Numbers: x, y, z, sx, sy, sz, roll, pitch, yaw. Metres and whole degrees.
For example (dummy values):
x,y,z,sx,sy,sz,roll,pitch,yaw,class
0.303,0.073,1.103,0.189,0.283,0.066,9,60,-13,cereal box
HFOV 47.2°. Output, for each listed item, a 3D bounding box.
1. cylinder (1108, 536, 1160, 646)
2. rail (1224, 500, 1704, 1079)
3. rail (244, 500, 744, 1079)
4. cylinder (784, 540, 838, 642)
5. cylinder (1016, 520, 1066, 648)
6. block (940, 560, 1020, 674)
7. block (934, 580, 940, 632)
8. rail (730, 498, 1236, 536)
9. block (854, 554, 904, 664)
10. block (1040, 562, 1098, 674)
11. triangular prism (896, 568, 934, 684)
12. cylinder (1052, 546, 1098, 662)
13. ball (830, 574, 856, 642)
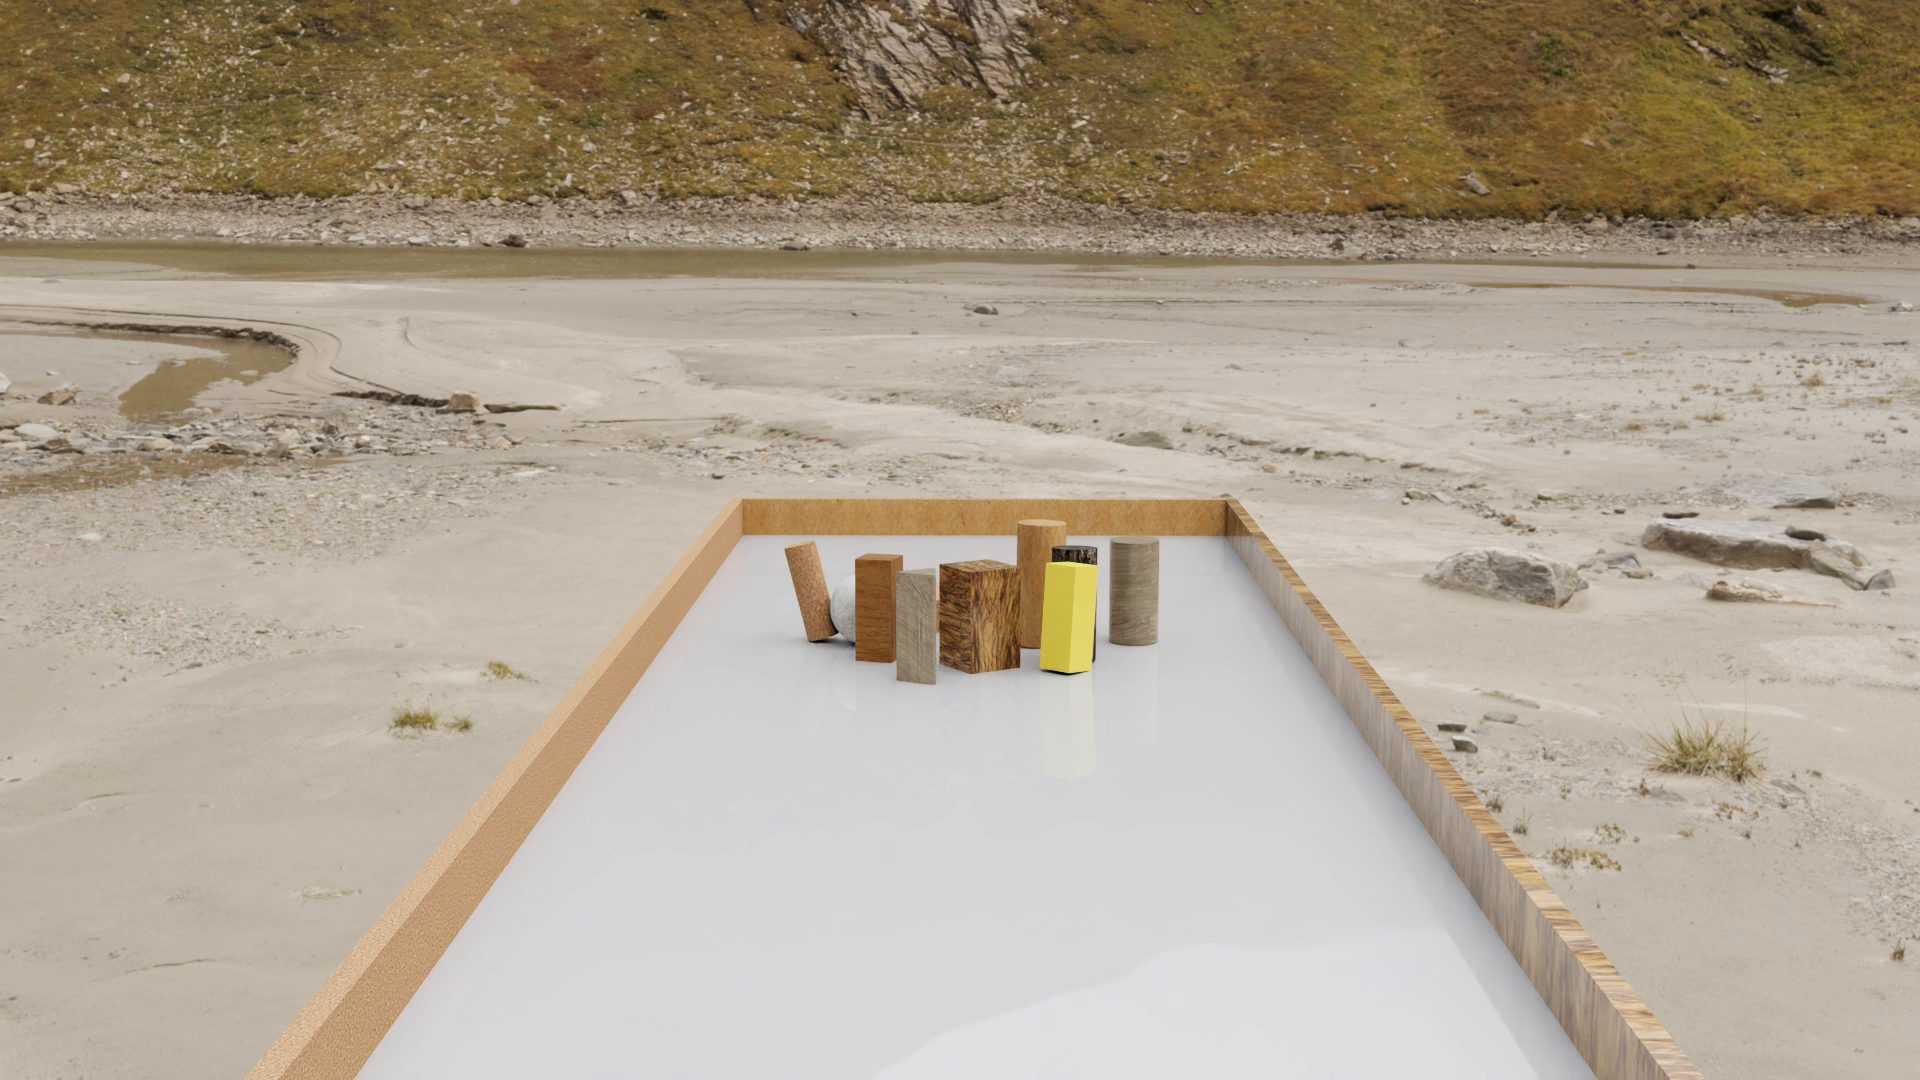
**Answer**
x,y,z,sx,sy,sz,roll,pitch,yaw,class
0.550,0.160,6.955,0.157,0.326,0.157,0,9,0,cylinder
1.046,0.843,3.208,0.050,0.150,12.000,0,9,1,rail
-1.004,0.839,3.234,0.050,0.150,12.000,0,9,1,rail
-0.471,0.160,6.976,0.101,0.305,0.101,-14,6,1,cylinder
0.252,0.136,6.909,0.153,0.384,0.153,2,8,0,cylinder
0.059,0.227,6.599,0.176,0.305,0.176,-6,11,-32,block
-0.093,0.217,7.298,0.107,0.107,0.383,-2,9,-14,block
0.099,-0.098,9.147,2.100,0.150,0.050,0,9,1,rail
-0.246,0.207,6.702,0.115,0.314,0.115,3,9,17,block
0.323,0.228,6.536,0.110,0.314,0.110,8,6,40,block
-0.102,0.248,6.417,0.130,0.322,0.112,5,10,29,triangular prism
0.346,0.193,6.679,0.138,0.341,0.138,1,6,0,cylinder
-0.297,0.215,6.932,0.225,0.225,0.225,0,9,0,ball
